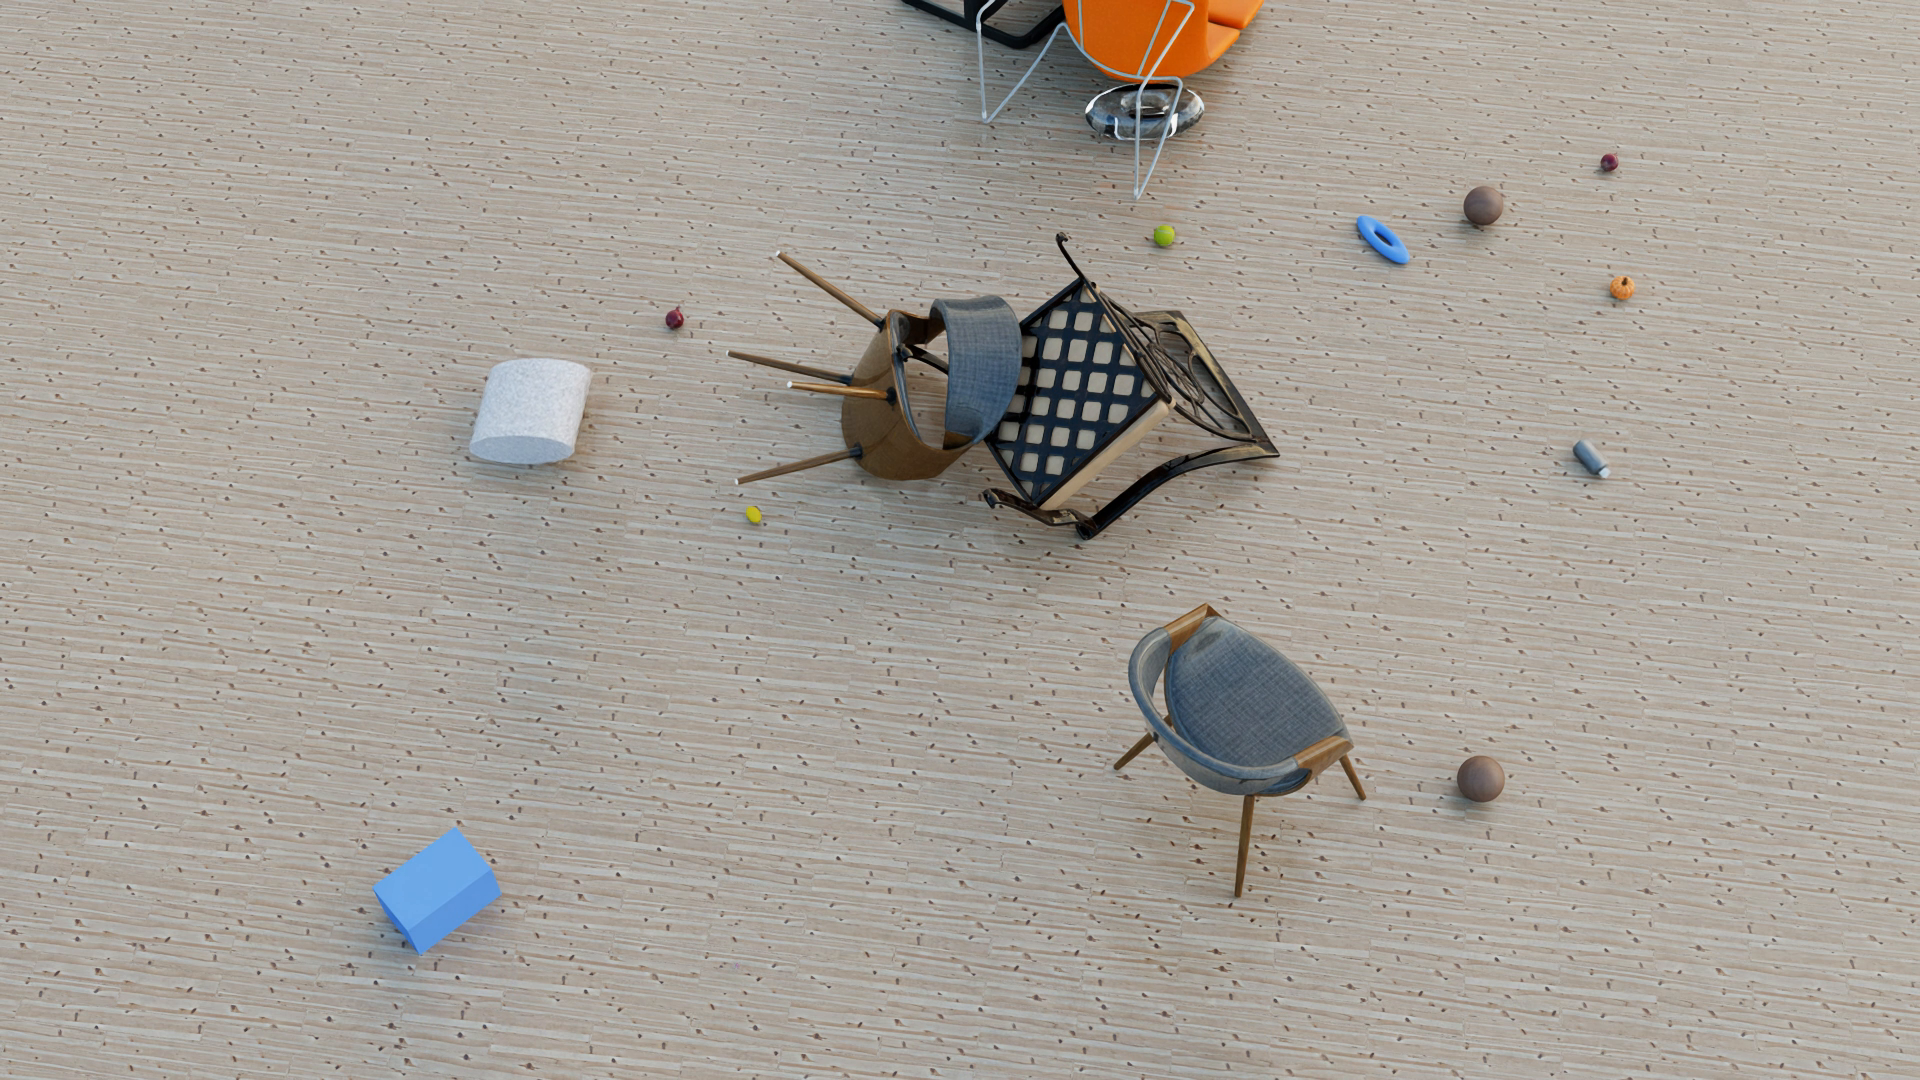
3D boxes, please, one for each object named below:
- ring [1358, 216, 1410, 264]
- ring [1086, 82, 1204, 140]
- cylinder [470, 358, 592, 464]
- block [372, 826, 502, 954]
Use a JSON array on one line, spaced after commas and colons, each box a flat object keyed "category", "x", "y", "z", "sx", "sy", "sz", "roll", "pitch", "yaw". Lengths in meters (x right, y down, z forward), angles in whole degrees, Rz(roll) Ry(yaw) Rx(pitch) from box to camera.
[{"category": "ring", "x": 1.387, "y": -0.986, "z": 7.213, "sx": 0.086, "sy": 0.039, "sz": 0.242, "roll": -30, "pitch": 61, "yaw": -20}, {"category": "ring", "x": 0.630, "y": -1.459, "z": 7.492, "sx": 0.408, "sy": 0.104, "sz": 0.220, "roll": -4, "pitch": 58, "yaw": -2}, {"category": "cylinder", "x": -1.315, "y": -0.396, "z": 6.748, "sx": 0.329, "sy": 0.146, "sz": 0.296, "roll": 0, "pitch": 56, "yaw": 11}, {"category": "block", "x": -1.390, "y": 0.933, "z": 5.852, "sx": 0.265, "sy": 0.158, "sz": 0.166, "roll": -37, "pitch": 63, "yaw": -22}]
